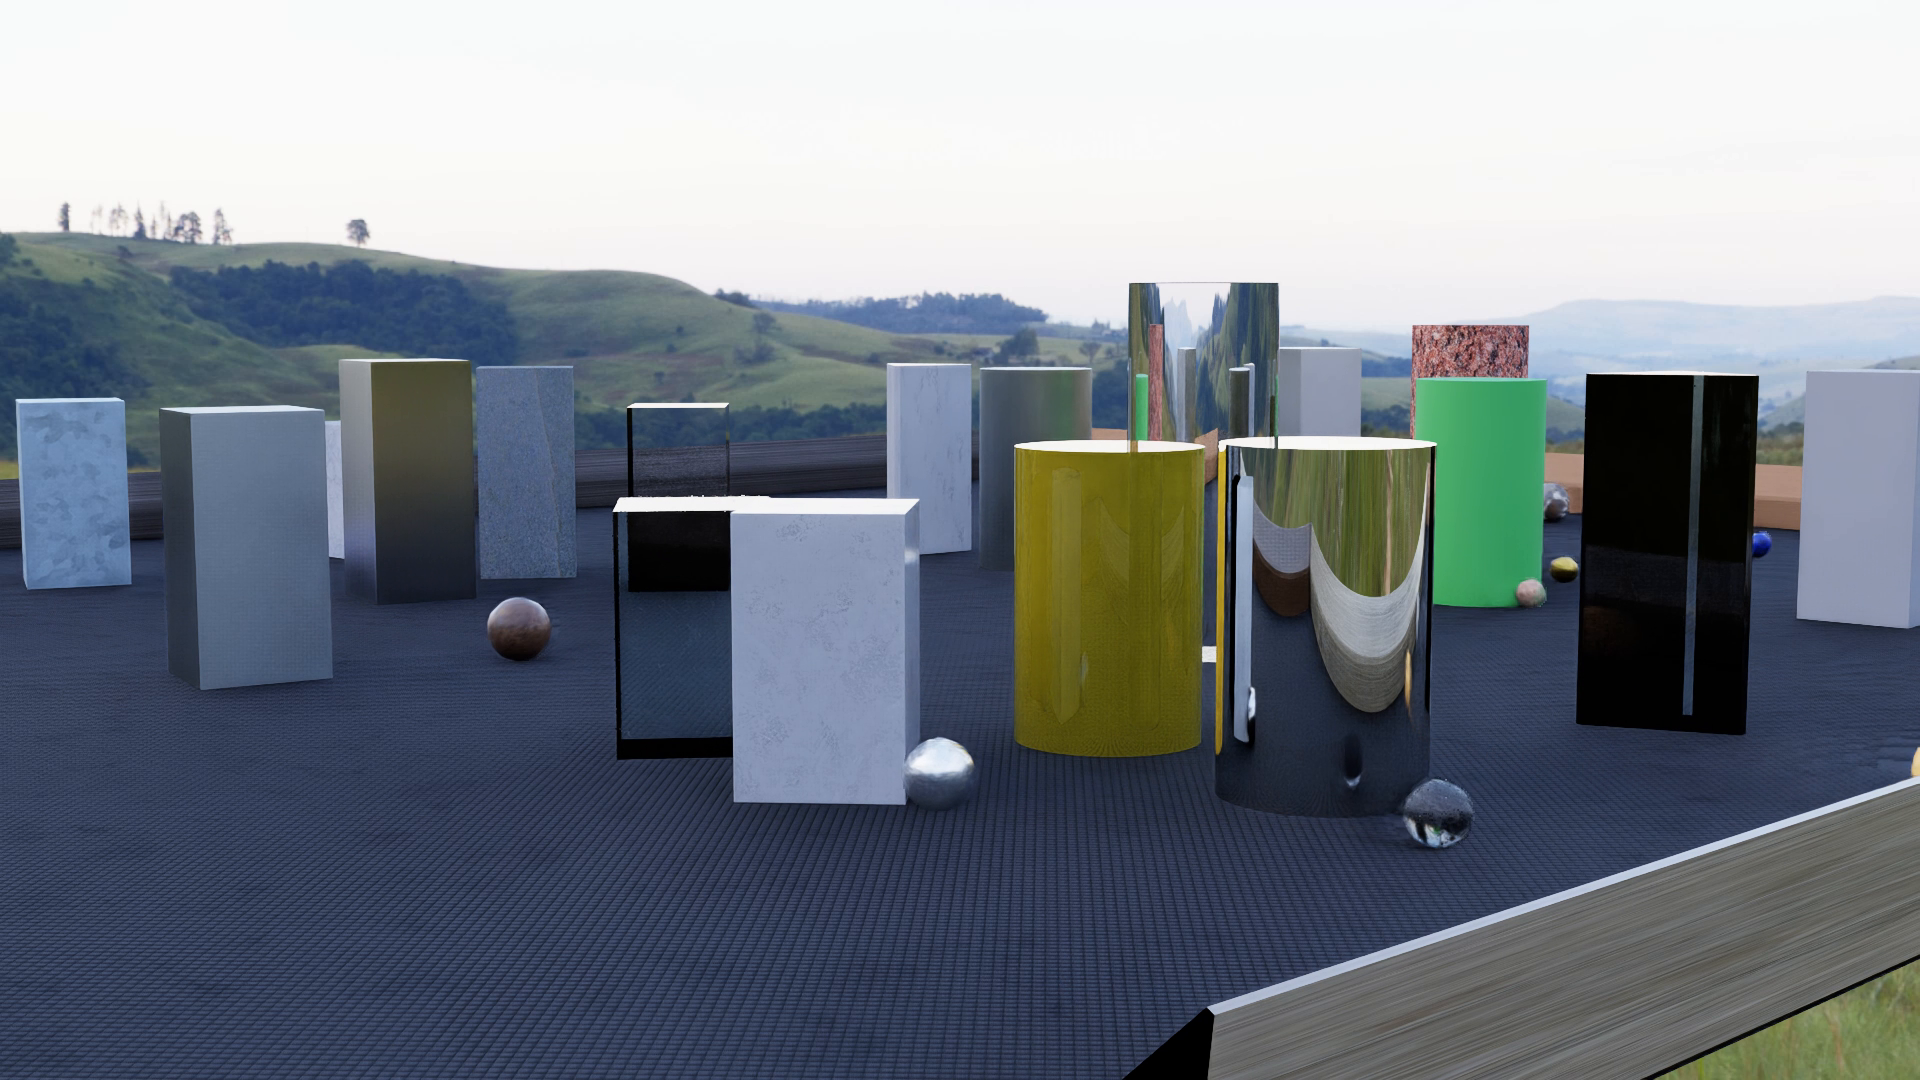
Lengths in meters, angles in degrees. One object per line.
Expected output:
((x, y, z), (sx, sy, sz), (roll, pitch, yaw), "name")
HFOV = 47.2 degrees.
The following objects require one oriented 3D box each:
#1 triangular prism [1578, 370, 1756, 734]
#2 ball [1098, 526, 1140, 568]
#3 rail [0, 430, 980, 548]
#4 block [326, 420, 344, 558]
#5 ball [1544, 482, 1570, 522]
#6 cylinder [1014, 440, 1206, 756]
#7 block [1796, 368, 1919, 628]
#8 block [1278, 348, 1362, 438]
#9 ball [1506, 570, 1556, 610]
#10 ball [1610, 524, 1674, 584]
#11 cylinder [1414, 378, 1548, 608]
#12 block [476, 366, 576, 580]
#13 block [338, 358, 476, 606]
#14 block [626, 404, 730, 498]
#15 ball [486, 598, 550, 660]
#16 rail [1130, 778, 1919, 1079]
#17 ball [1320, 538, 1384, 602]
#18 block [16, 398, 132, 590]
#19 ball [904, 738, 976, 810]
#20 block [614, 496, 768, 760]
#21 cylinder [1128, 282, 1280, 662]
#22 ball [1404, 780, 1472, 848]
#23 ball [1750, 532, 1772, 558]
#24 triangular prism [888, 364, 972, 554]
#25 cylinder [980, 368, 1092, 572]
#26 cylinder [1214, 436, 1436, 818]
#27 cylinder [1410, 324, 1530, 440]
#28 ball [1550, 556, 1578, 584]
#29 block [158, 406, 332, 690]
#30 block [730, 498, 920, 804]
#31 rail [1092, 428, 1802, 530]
((0.771, 0.007, 2.390), (0.169, 0.377, 0.147), (2, 6, 21), "triangular prism")
((0.275, 0.012, 3.810), (0.072, 0.072, 0.072), (0, 6, 0), "ball")
((-1.203, -0.103, 4.628), (4.043, 0.127, 0.045), (-5, 8, -42), "rail")
((-1.102, -0.096, 4.038), (0.156, 0.239, 0.156), (5, 8, 42), "block")
((1.244, -0.080, 4.642), (0.082, 0.082, 0.082), (0, 6, 0), "ball")
((0.154, 0.055, 2.278), (0.195, 0.305, 0.195), (0, 6, 0), "cylinder")
((1.321, -0.065, 3.171), (0.156, 0.357, 0.156), (5, 8, 41), "block")
((0.662, -0.185, 4.254), (0.156, 0.371, 0.156), (-4, 7, -34), "block")
((0.854, 0.081, 3.293), (0.072, 0.072, 0.072), (0, 6, 0), "ball")
((1.109, 0.023, 3.575), (0.098, 0.098, 0.098), (0, 6, 0), "ball")
((0.797, -0.078, 3.382), (0.195, 0.339, 0.195), (0, 6, 0), "cylinder")
((-0.731, -0.118, 3.716), (0.156, 0.348, 0.156), (-1, 6, -9), "block")
((-0.857, -0.095, 3.410), (0.156, 0.367, 0.156), (-4, 7, -33), "block")
((-0.458, -0.076, 3.601), (0.156, 0.289, 0.156), (0, 6, -4), "block")
((-0.561, 0.113, 2.797), (0.081, 0.081, 0.081), (0, 6, 0), "ball")
((1.203, 0.169, 2.036), (4.043, 0.127, 0.045), (-5, 8, -42), "rail")
((0.599, 0.046, 3.362), (0.096, 0.096, 0.096), (0, 6, 0), "ball")
((-1.451, -0.080, 3.599), (0.156, 0.298, 0.156), (-3, 7, -25), "block")
((-0.018, 0.209, 1.964), (0.064, 0.064, 0.064), (0, 6, 0), "ball")
((-0.271, 0.086, 2.256), (0.156, 0.248, 0.156), (-1, 6, -6), "block")
((0.315, -0.093, 2.861), (0.195, 0.479, 0.195), (0, 6, 0), "cylinder")
((0.396, 0.227, 1.824), (0.057, 0.057, 0.057), (0, 6, 0), "ball")
((1.442, 0.009, 3.969), (0.044, 0.044, 0.044), (0, 6, 0), "ball")
((-0.090, -0.153, 4.077), (0.169, 0.344, 0.147), (-4, 7, -37), "triangular prism")
((0.131, -0.126, 3.819), (0.195, 0.343, 0.195), (0, 6, 0), "cylinder")
((0.333, 0.073, 2.014), (0.195, 0.324, 0.195), (0, 6, 0), "cylinder")
((0.875, -0.160, 3.791), (0.195, 0.418, 0.195), (0, 6, 0), "cylinder")
((0.986, 0.049, 3.589), (0.044, 0.044, 0.044), (0, 6, 0), "ball")
((-0.869, 0.004, 2.674), (0.156, 0.325, 0.156), (-4, 7, -32), "block")
((-0.122, 0.099, 2.053), (0.156, 0.263, 0.156), (0, 6, 4), "block")
((1.468, -0.108, 4.679), (0.045, 0.127, 3.594), (-5, 8, -42), "rail")
